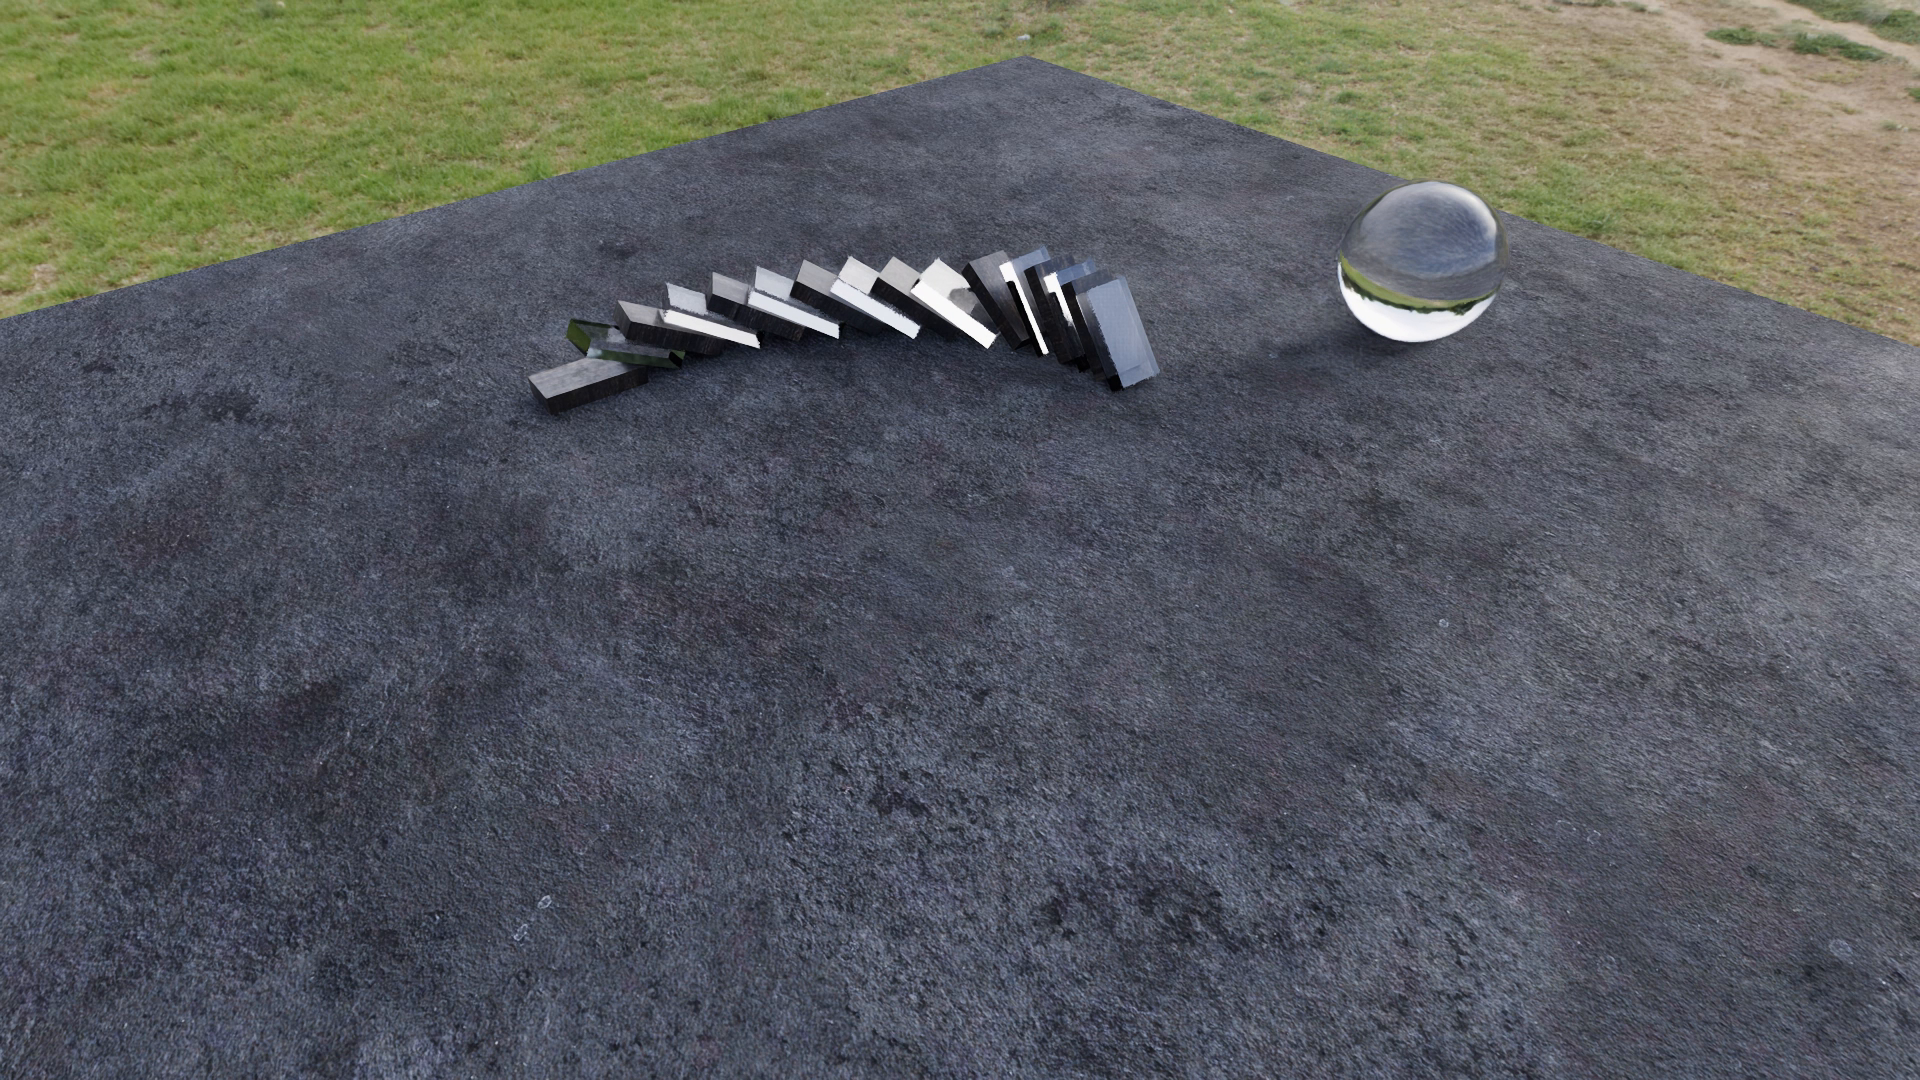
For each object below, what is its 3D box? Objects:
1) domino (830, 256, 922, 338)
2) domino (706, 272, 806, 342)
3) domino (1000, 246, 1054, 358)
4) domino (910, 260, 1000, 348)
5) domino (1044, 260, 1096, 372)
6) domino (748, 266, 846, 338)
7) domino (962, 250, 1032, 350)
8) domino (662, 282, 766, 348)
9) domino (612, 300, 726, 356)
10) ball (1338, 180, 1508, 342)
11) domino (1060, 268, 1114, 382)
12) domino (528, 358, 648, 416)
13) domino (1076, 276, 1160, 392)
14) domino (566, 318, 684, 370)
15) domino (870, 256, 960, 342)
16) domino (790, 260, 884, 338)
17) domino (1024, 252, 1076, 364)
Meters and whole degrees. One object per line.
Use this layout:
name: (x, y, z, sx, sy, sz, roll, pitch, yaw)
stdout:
domino: (-0.041, -0.129, 0.583, 0.050, 0.010, 0.025, 28, 39, -10)
domino: (-0.107, -0.122, 0.575, 0.050, 0.009, 0.025, 16, 33, -24)
domino: (0.042, -0.122, 0.564, 0.025, 0.050, 0.009, -29, 10, -31)
domino: (0.001, -0.124, 0.577, 0.050, 0.009, 0.025, 36, 45, -2)
domino: (0.063, -0.113, 0.553, 0.025, 0.050, 0.009, -26, 8, -28)
domino: (-0.085, -0.125, 0.579, 0.050, 0.010, 0.025, 19, 35, -20)
domino: (0.025, -0.125, 0.574, 0.025, 0.009, 0.050, -29, 82, -34)
domino: (-0.127, -0.116, 0.568, 0.050, 0.010, 0.025, 12, 32, -28)
domino: (-0.147, -0.107, 0.557, 0.050, 0.009, 0.025, 5, 31, -38)
ball: (0.235, -0.141, 0.560, 0.080, 0.080, 0.080, 0, 39, 0)
domino: (0.071, -0.107, 0.546, 0.025, 0.050, 0.010, -26, 8, -28)
domino: (-0.182, -0.079, 0.539, 0.050, 0.010, 0.025, -25, 46, -28)
domino: (0.077, -0.101, 0.538, 0.025, 0.050, 0.010, -26, 8, -28)
domino: (-0.165, -0.097, 0.544, 0.050, 0.010, 0.025, 0, 31, -45)
domino: (-0.020, -0.127, 0.581, 0.050, 0.009, 0.025, 32, 42, -6)
domino: (-0.063, -0.128, 0.582, 0.050, 0.010, 0.025, 24, 37, -15)
domino: (0.054, -0.118, 0.559, 0.025, 0.050, 0.010, -26, 8, -28)
